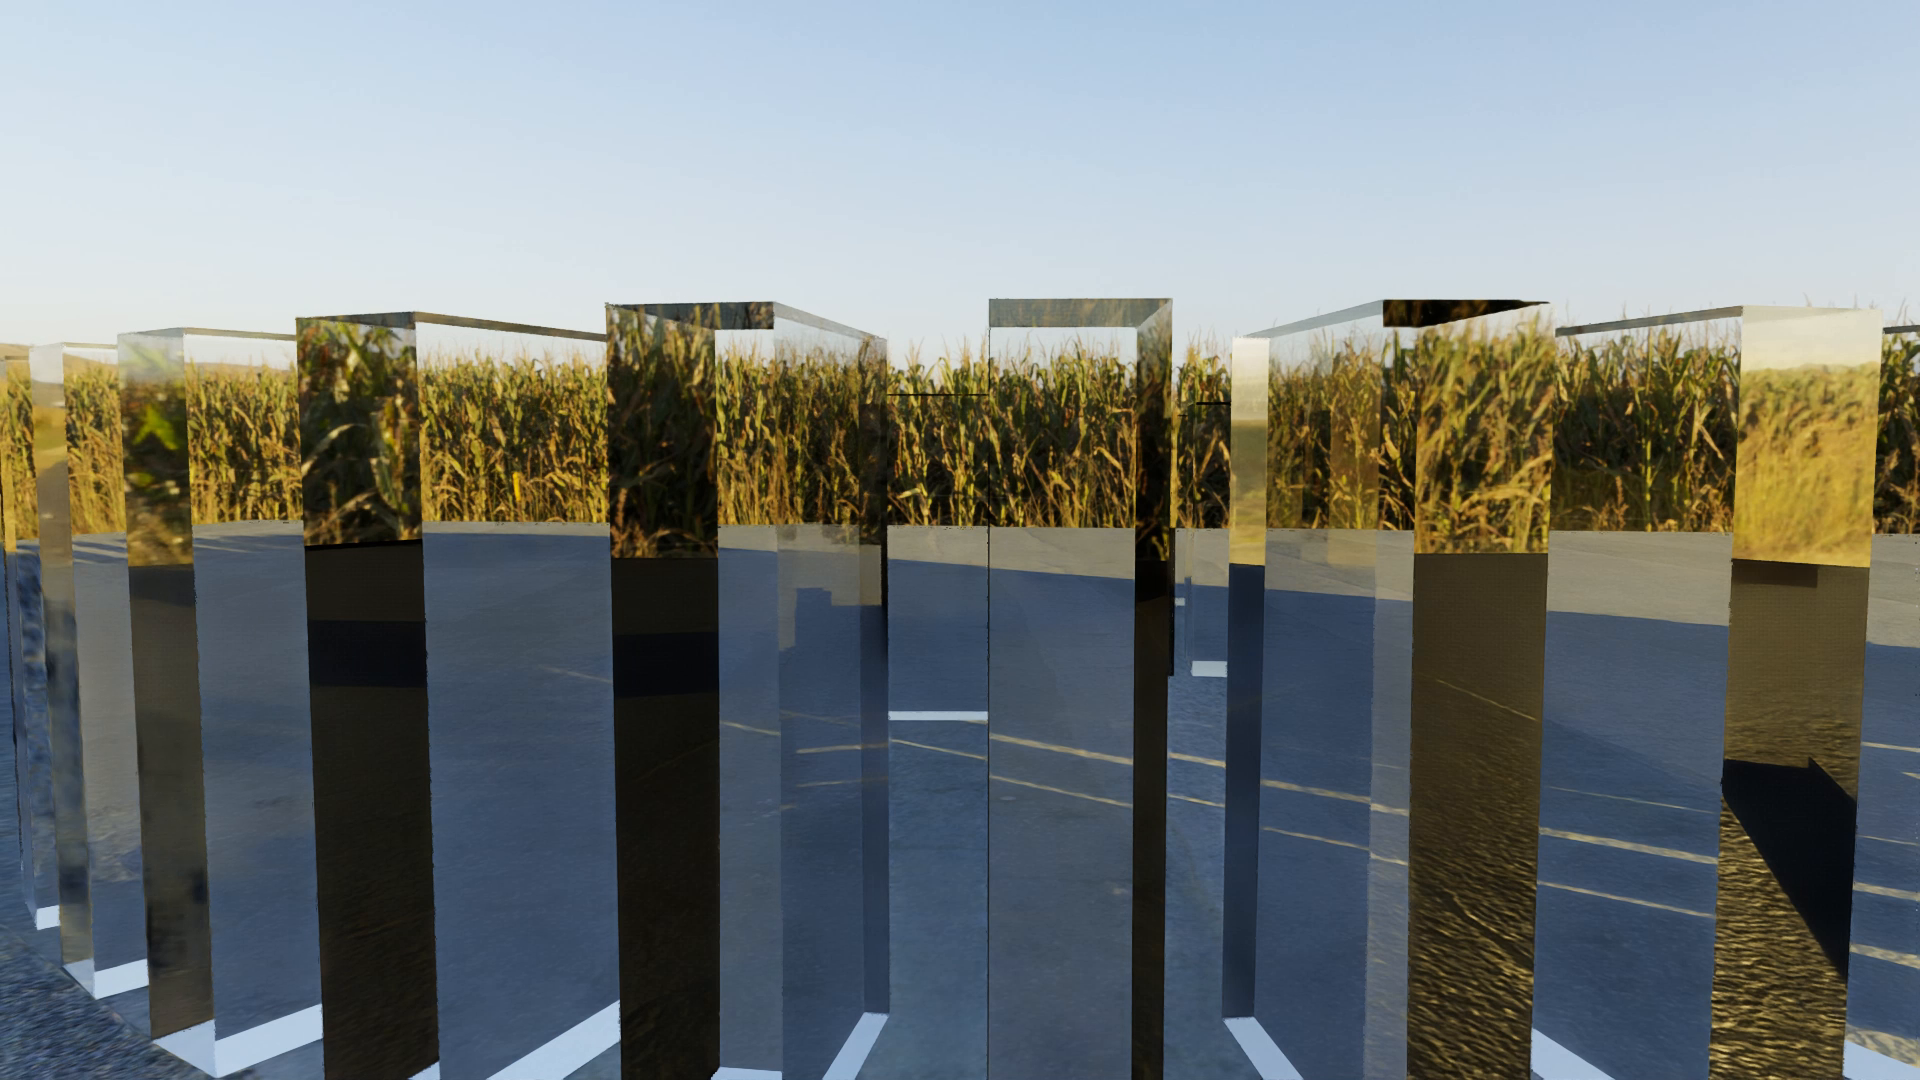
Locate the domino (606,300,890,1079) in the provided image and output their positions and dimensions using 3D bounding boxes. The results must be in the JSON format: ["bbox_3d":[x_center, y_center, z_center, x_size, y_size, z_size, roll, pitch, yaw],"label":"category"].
[{"bbox_3d":[-0.012,0.011,0.083,0.009,0.050,0.025,1,4,10],"label":"domino"}]

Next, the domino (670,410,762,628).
[{"bbox_3d":[-0.059,-0.006,0.308,0.009,0.050,0.025,-4,6,-41],"label":"domino"}]

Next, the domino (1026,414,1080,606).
[{"bbox_3d":[0.025,-0.009,0.349,0.009,0.050,0.025,-1,4,-7],"label":"domino"}]

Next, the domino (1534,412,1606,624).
[{"bbox_3d":[0.150,-0.006,0.315,0.010,0.050,0.025,3,5,36],"label":"domino"}]

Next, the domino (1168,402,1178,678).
[{"bbox_3d":[0.030,-0.001,0.243,0.009,0.050,0.025,-2,5,-21],"label":"domino"}]

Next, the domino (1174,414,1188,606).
[{"bbox_3d":[0.063,-0.009,0.348,0.009,0.050,0.025,1,4,8],"label":"domino"}]

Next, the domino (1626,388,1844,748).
[{"bbox_3d":[0.111,0.004,0.185,0.025,0.050,0.009,-1,4,-11],"label":"domino"}]

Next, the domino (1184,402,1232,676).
[{"bbox_3d":[0.049,-0.001,0.245,0.009,0.050,0.025,0,4,7],"label":"domino"}]

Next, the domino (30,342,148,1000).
[{"bbox_3d":[-0.061,0.009,0.109,0.009,0.050,0.025,4,6,42],"label":"domino"}]

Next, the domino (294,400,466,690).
[{"bbox_3d":[-0.103,0.000,0.228,0.025,0.050,0.009,1,4,9],"label":"domino"}]

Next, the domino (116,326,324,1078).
[{"bbox_3d":[-0.047,0.010,0.097,0.009,0.050,0.025,3,5,35],"label":"domino"}]

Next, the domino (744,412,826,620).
[{"bbox_3d":[-0.044,-0.006,0.320,0.009,0.050,0.025,-3,5,-35],"label":"domino"}]

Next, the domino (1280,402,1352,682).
[{"bbox_3d":[0.067,-0.001,0.241,0.009,0.050,0.025,2,5,21],"label":"domino"}]

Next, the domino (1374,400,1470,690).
[{"bbox_3d":[0.084,0.000,0.232,0.009,0.050,0.025,3,5,34],"label":"domino"}]

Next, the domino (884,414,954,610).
[{"bbox_3d":[-0.011,-0.008,0.339,0.009,0.050,0.025,-2,5,-24],"label":"domino"}]

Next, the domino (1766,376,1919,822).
[{"bbox_3d":[0.109,0.006,0.147,0.025,0.050,0.010,2,5,20],"label":"domino"}]

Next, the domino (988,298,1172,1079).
[{"bbox_3d":[0.007,0.012,0.081,0.009,0.050,0.025,0,4,2],"label":"domino"}]

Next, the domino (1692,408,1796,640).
[{"bbox_3d":[0.176,-0.004,0.288,0.025,0.050,0.009,-3,5,-37],"label":"domino"}]

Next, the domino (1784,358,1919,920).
[{"bbox_3d":[0.090,0.009,0.115,0.025,0.050,0.009,3,6,39],"label":"domino"}]

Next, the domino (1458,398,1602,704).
[{"bbox_3d":[0.097,0.001,0.219,0.025,0.050,0.010,-3,5,-35],"label":"domino"}]

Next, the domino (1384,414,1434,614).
[{"bbox_3d":[0.117,-0.007,0.333,0.009,0.050,0.025,2,5,23],"label":"domino"}]

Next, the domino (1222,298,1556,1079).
[{"bbox_3d":[0.025,0.011,0.081,0.009,0.050,0.025,0,4,-6],"label":"domino"}]

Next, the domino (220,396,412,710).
[{"bbox_3d":[-0.104,0.002,0.209,0.025,0.050,0.009,0,4,3],"label":"domino"}]

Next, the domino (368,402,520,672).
[{"bbox_3d":[-0.099,-0.001,0.246,0.025,0.050,0.010,1,4,15],"label":"domino"}]

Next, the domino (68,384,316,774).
[{"bbox_3d":[-0.102,0.005,0.171,0.025,0.050,0.009,-1,4,-13],"label":"domino"}]

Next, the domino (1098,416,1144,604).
[{"bbox_3d":[0.044,-0.009,0.350,0.009,0.050,0.025,0,4,2],"label":"domino"}]

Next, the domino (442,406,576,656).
[{"bbox_3d":[-0.093,-0.002,0.264,0.025,0.050,0.009,2,5,22],"label":"domino"}]

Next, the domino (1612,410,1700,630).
[{"bbox_3d":[0.164,-0.005,0.303,0.025,0.050,0.010,-4,6,-44],"label":"domino"}]

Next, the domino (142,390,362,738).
[{"bbox_3d":[-0.104,0.003,0.190,0.025,0.050,0.009,0,4,-4],"label":"domino"}]

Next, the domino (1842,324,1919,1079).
[{"bbox_3d":[0.062,0.011,0.091,0.009,0.050,0.025,-2,5,-26],"label":"domino"}]

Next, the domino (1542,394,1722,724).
[{"bbox_3d":[0.106,0.002,0.203,0.025,0.050,0.009,-2,5,-21],"label":"domino"}]

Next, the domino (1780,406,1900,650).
[{"bbox_3d":[0.187,-0.003,0.273,0.025,0.050,0.009,-3,5,-32],"label":"domino"}]

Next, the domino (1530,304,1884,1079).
[{"bbox_3d":[0.044,0.011,0.085,0.010,0.050,0.025,-1,4,-14],"label":"domino"}]

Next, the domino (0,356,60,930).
[{"bbox_3d":[-0.075,0.008,0.122,0.025,0.050,0.009,-4,6,-41],"label":"domino"}]

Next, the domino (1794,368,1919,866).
[{"bbox_3d":[0.101,0.008,0.130,0.025,0.050,0.009,3,5,30],"label":"domino"}]

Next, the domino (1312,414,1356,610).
[{"bbox_3d":[0.099,-0.008,0.340,0.009,0.050,0.025,1,5,18],"label":"domino"}]

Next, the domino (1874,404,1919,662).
[{"bbox_3d":[0.196,-0.002,0.256,0.025,0.050,0.010,-2,5,-27],"label":"domino"}]

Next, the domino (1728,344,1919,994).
[{"bbox_3d":[0.077,0.010,0.101,0.009,0.050,0.025,-4,6,-41],"label":"domino"}]

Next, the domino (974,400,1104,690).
[{"bbox_3d":[0.014,0.000,0.234,0.009,0.050,0.025,-3,5,-37],"label":"domino"}]

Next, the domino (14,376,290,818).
[{"bbox_3d":[-0.096,0.006,0.154,0.025,0.050,0.009,-2,5,-25],"label":"domino"}]

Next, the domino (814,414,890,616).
[{"bbox_3d":[-0.028,-0.007,0.330,0.009,0.050,0.025,-2,5,-30],"label":"domino"}]

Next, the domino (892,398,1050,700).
[{"bbox_3d":[0.002,0.001,0.219,0.025,0.050,0.009,1,4,17],"label":"domino"}]

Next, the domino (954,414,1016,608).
[{"bbox_3d":[0.007,-0.008,0.345,0.009,0.050,0.025,-1,4,-17],"label":"domino"}]

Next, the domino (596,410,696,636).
[{"bbox_3d":[-0.072,-0.005,0.295,0.025,0.050,0.009,4,6,42],"label":"domino"}]

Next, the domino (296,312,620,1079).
[{"bbox_3d":[-0.030,0.011,0.088,0.010,0.050,0.025,2,5,23],"label":"domino"}]

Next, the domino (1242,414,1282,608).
[{"bbox_3d":[0.081,-0.008,0.345,0.009,0.050,0.025,1,4,13],"label":"domino"}]

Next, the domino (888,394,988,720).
[{"bbox_3d":[0.000,0.002,0.201,0.025,0.050,0.009,0,4,0],"label":"domino"}]

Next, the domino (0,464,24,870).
[{"bbox_3d":[-0.086,0.007,0.137,0.025,0.050,0.009,-3,5,-34],"label":"domino"}]

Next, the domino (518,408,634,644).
[{"bbox_3d":[-0.084,-0.003,0.281,0.025,0.050,0.009,3,5,33],"label":"domino"}]

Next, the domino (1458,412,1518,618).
[{"bbox_3d":[0.134,-0.007,0.325,0.009,0.050,0.025,2,5,29],"label":"domino"}]

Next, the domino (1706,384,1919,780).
[{"bbox_3d":[0.113,0.005,0.166,0.025,0.050,0.009,0,4,2],"label":"domino"}]
